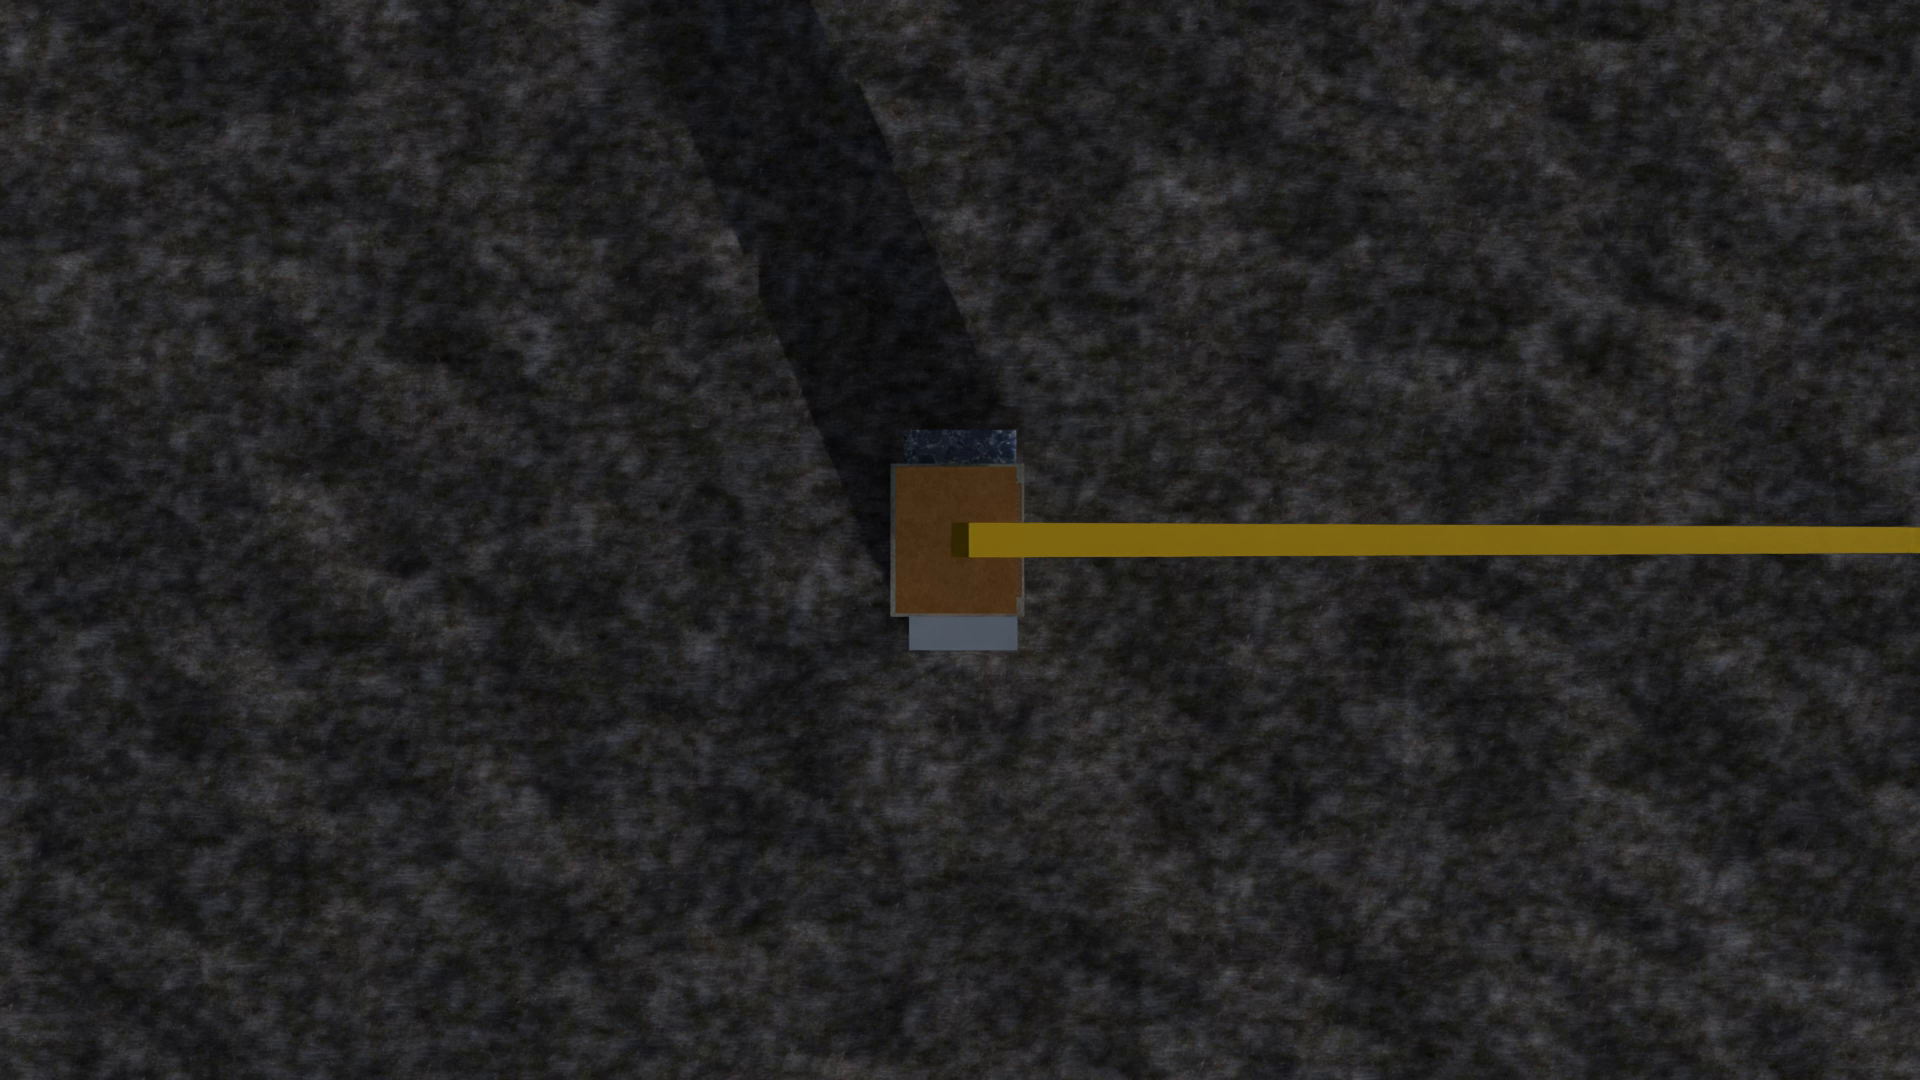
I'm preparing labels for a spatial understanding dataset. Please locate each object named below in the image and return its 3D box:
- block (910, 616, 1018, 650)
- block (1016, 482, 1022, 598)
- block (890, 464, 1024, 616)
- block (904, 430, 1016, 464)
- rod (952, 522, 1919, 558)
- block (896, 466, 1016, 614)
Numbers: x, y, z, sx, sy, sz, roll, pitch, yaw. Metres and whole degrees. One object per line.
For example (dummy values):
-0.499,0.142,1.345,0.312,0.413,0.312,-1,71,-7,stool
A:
0.018,0.318,12.654,0.606,0.692,0.598,0,90,0,block
0.008,0.000,10.712,0.568,0.629,0.541,0,90,0,block
-0.013,0.000,11.930,0.704,0.743,0.805,0,90,0,block
0.001,-0.304,12.651,0.631,0.698,0.625,0,90,0,block
2.234,0.000,6.403,5.200,0.080,0.080,0,90,-31,rod
-0.018,0.000,10.093,0.539,0.609,0.652,0,90,0,block
